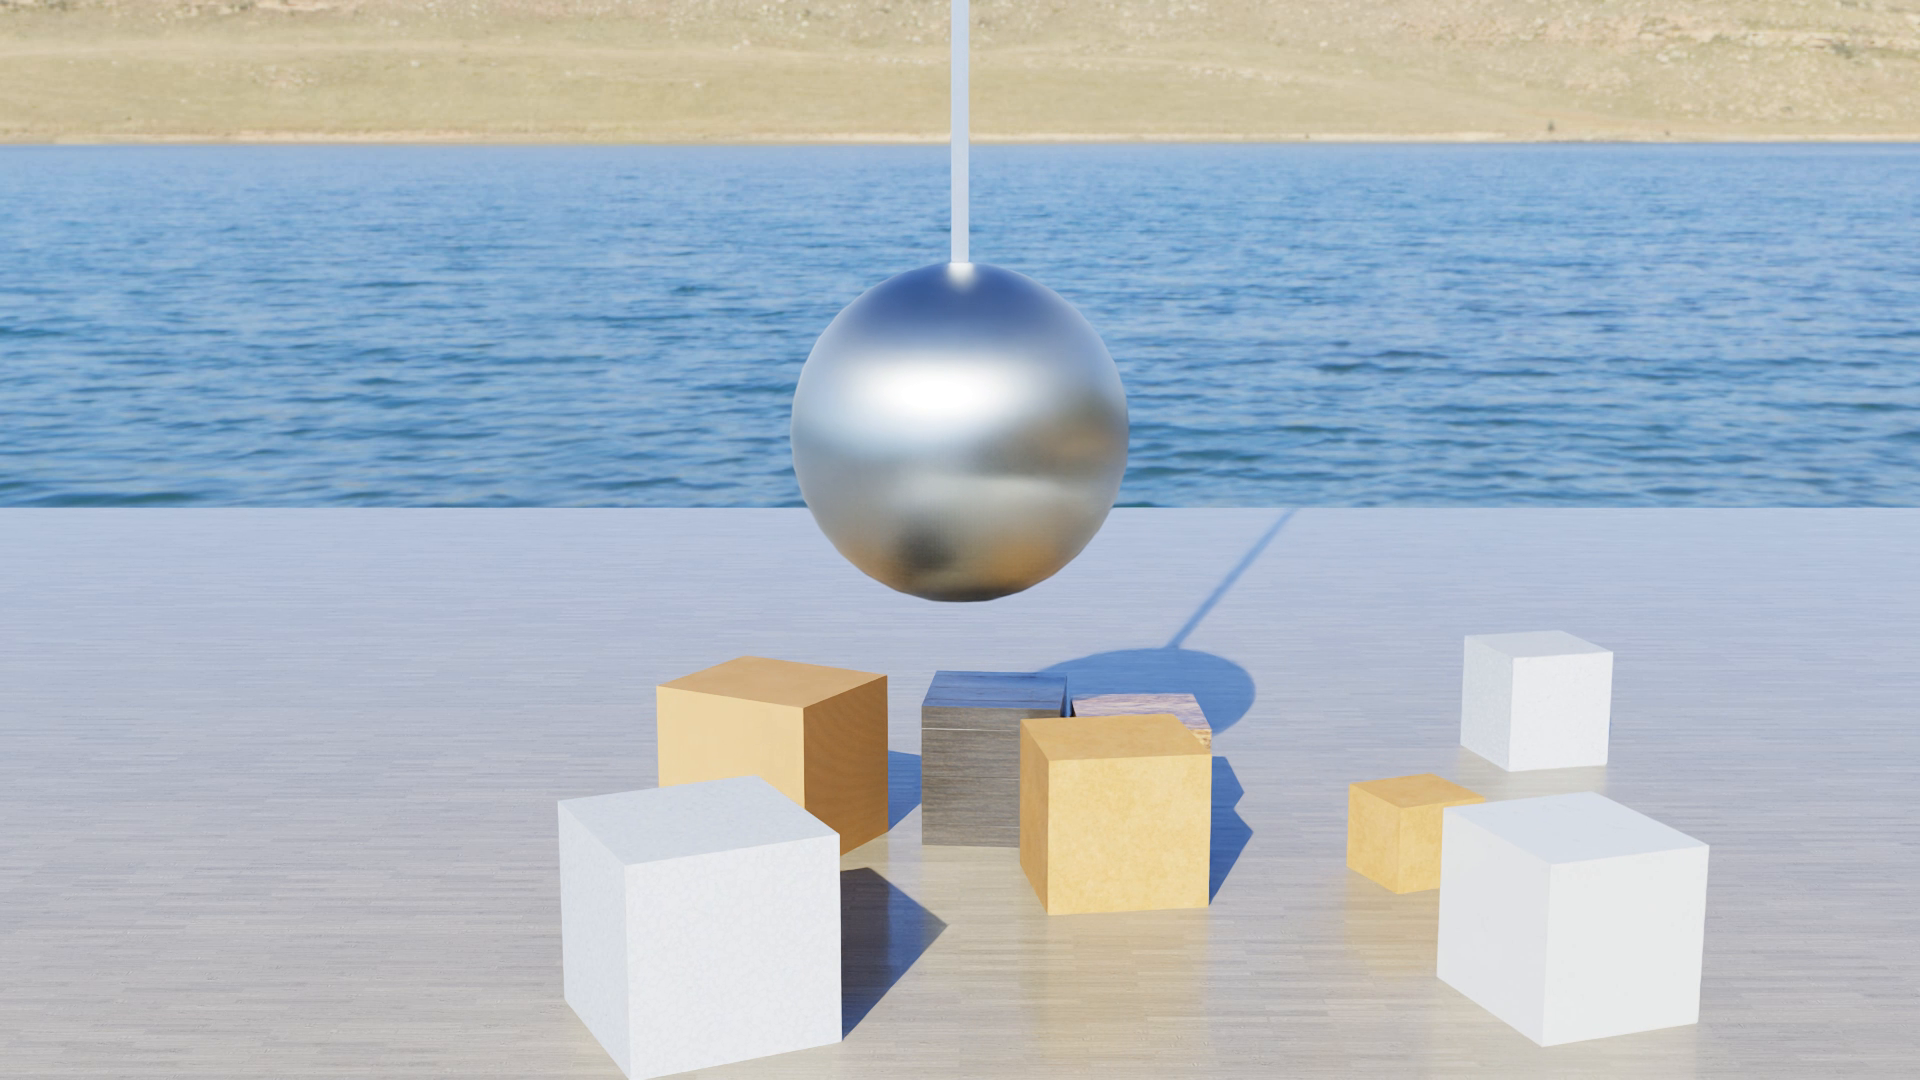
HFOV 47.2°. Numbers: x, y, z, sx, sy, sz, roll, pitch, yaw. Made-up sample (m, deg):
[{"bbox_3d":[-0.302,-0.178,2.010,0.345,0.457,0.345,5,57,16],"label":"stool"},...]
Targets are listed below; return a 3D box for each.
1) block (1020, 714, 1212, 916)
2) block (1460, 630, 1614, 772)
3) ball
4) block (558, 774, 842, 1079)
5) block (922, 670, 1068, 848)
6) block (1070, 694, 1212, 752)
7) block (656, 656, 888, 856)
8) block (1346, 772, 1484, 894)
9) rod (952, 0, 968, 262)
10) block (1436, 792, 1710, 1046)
[{"bbox_3d":[0.723,1.287,10.440,0.758,0.733,0.737,-2,10,-8],"label":"block"},{"bbox_3d":[3.318,0.918,12.685,0.617,0.655,0.588,-3,11,-14],"label":"block"},{"bbox_3d":[0.000,-0.501,10.337,1.600,1.600,1.600,0,10,0],"label":"ball"},{"bbox_3d":[-1.053,1.521,8.816,0.862,0.853,0.905,-5,11,-25],"label":"block"},{"bbox_3d":[0.187,1.123,11.373,0.694,0.722,0.753,1,10,5],"label":"block"},{"bbox_3d":[0.917,1.181,11.358,0.653,0.613,0.717,0,10,-1],"label":"block"},{"bbox_3d":[-0.939,1.113,11.128,0.876,0.829,0.768,6,12,29],"label":"block"},{"bbox_3d":[2.198,1.412,10.626,0.472,0.421,0.442,-4,11,-22],"label":"block"},{"bbox_3d":[0.000,-3.896,10.146,0.080,5.200,0.080,0,3,0],"label":"rod"},{"bbox_3d":[2.500,1.534,9.041,0.730,0.747,0.783,-4,11,-19],"label":"block"}]
